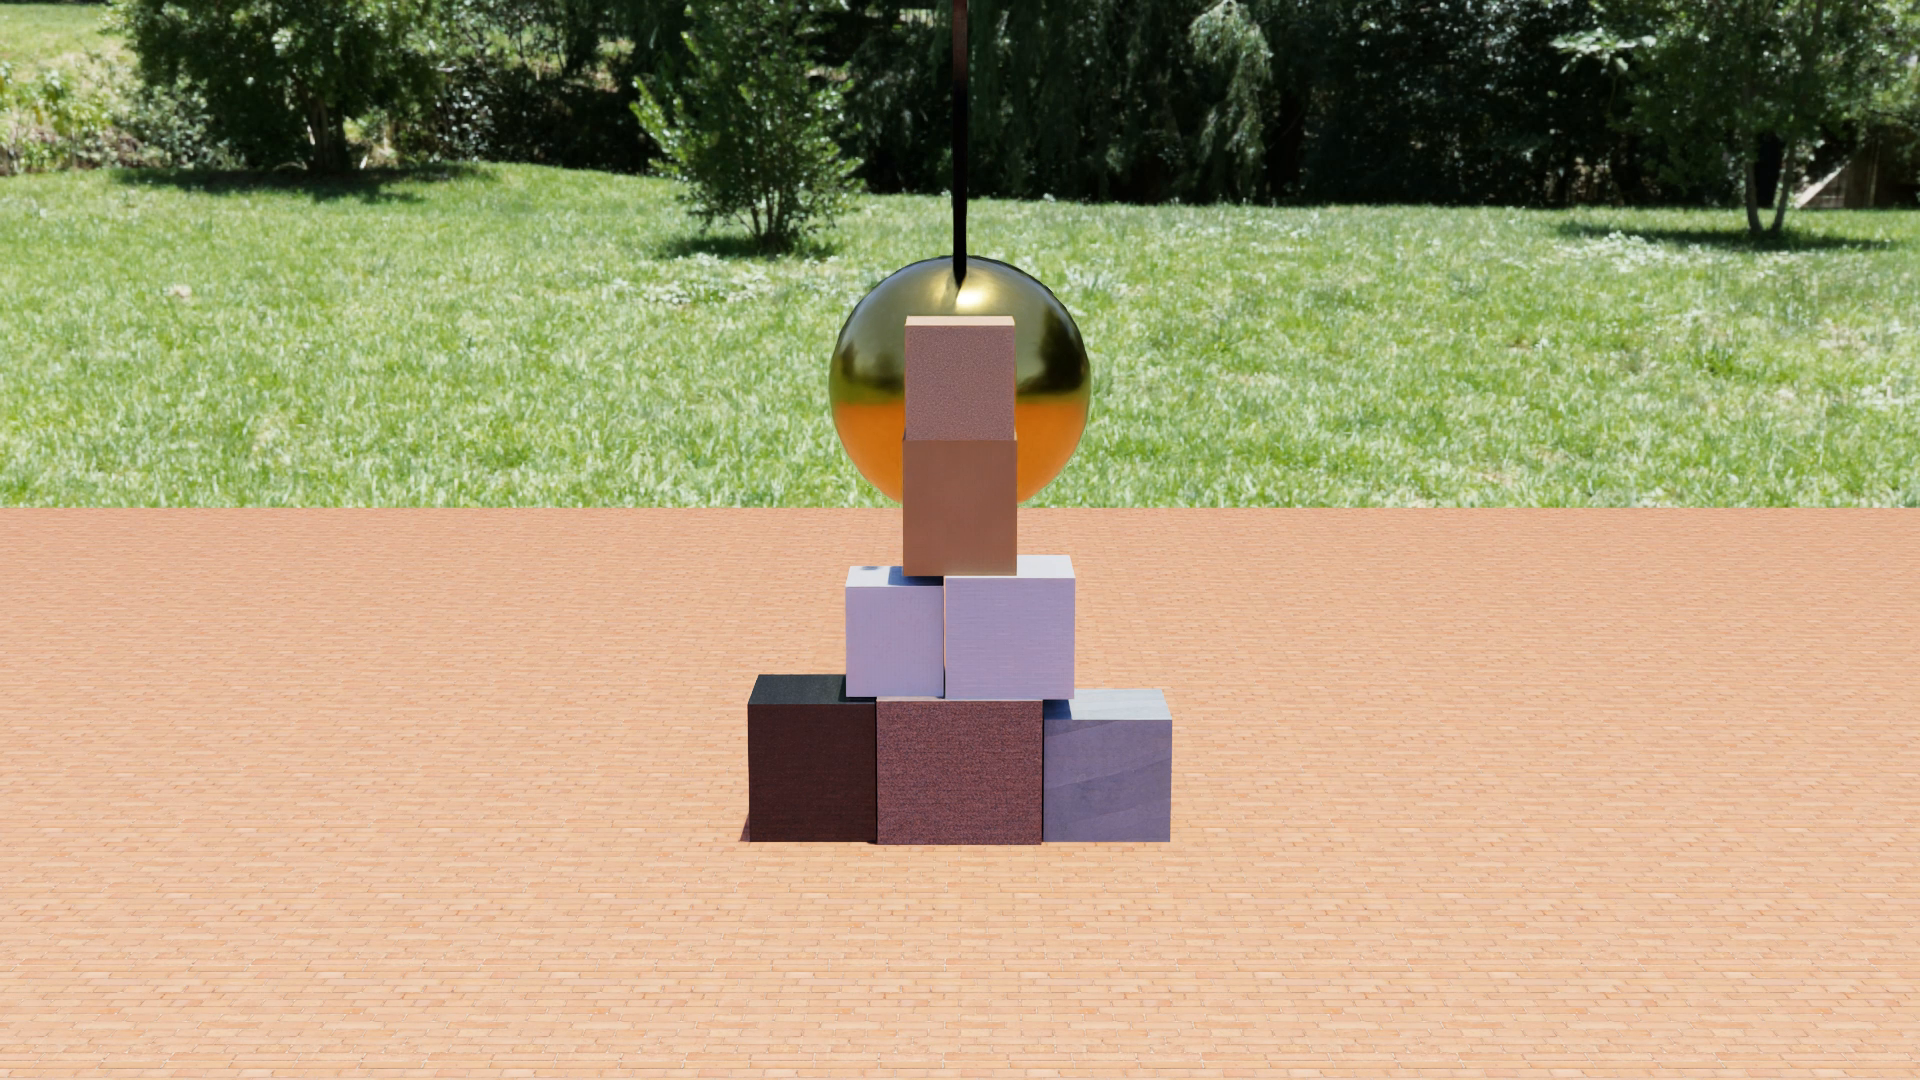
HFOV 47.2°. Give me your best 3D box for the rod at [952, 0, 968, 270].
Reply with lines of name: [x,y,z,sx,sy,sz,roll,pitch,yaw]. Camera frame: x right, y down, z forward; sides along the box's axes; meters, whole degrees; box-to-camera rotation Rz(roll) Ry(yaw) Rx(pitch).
rod: [0.000,-3.785,11.503,0.080,5.200,0.080,0,33,0]

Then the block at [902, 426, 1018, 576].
block: [0.000,-0.207,11.158,0.567,0.679,0.574,0,10,0]

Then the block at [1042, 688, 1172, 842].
block: [0.744,1.160,11.392,0.644,0.642,0.625,0,10,0]

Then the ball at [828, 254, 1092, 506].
ball: [0.000,-0.927,13.344,1.600,1.600,1.600,0,10,0]

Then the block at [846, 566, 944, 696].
block: [-0.327,0.461,11.260,0.489,0.566,0.533,0,10,0]

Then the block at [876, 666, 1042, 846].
block: [-0.002,1.106,11.389,0.828,0.749,0.733,0,10,0]

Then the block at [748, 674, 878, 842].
block: [-0.746,1.121,11.388,0.640,0.720,0.630,0,10,0]

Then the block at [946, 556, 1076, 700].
block: [0.249,0.437,11.243,0.644,0.618,0.612,0,10,0]

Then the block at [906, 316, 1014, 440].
block: [0.000,-0.816,11.026,0.534,0.567,0.535,0,10,0]
